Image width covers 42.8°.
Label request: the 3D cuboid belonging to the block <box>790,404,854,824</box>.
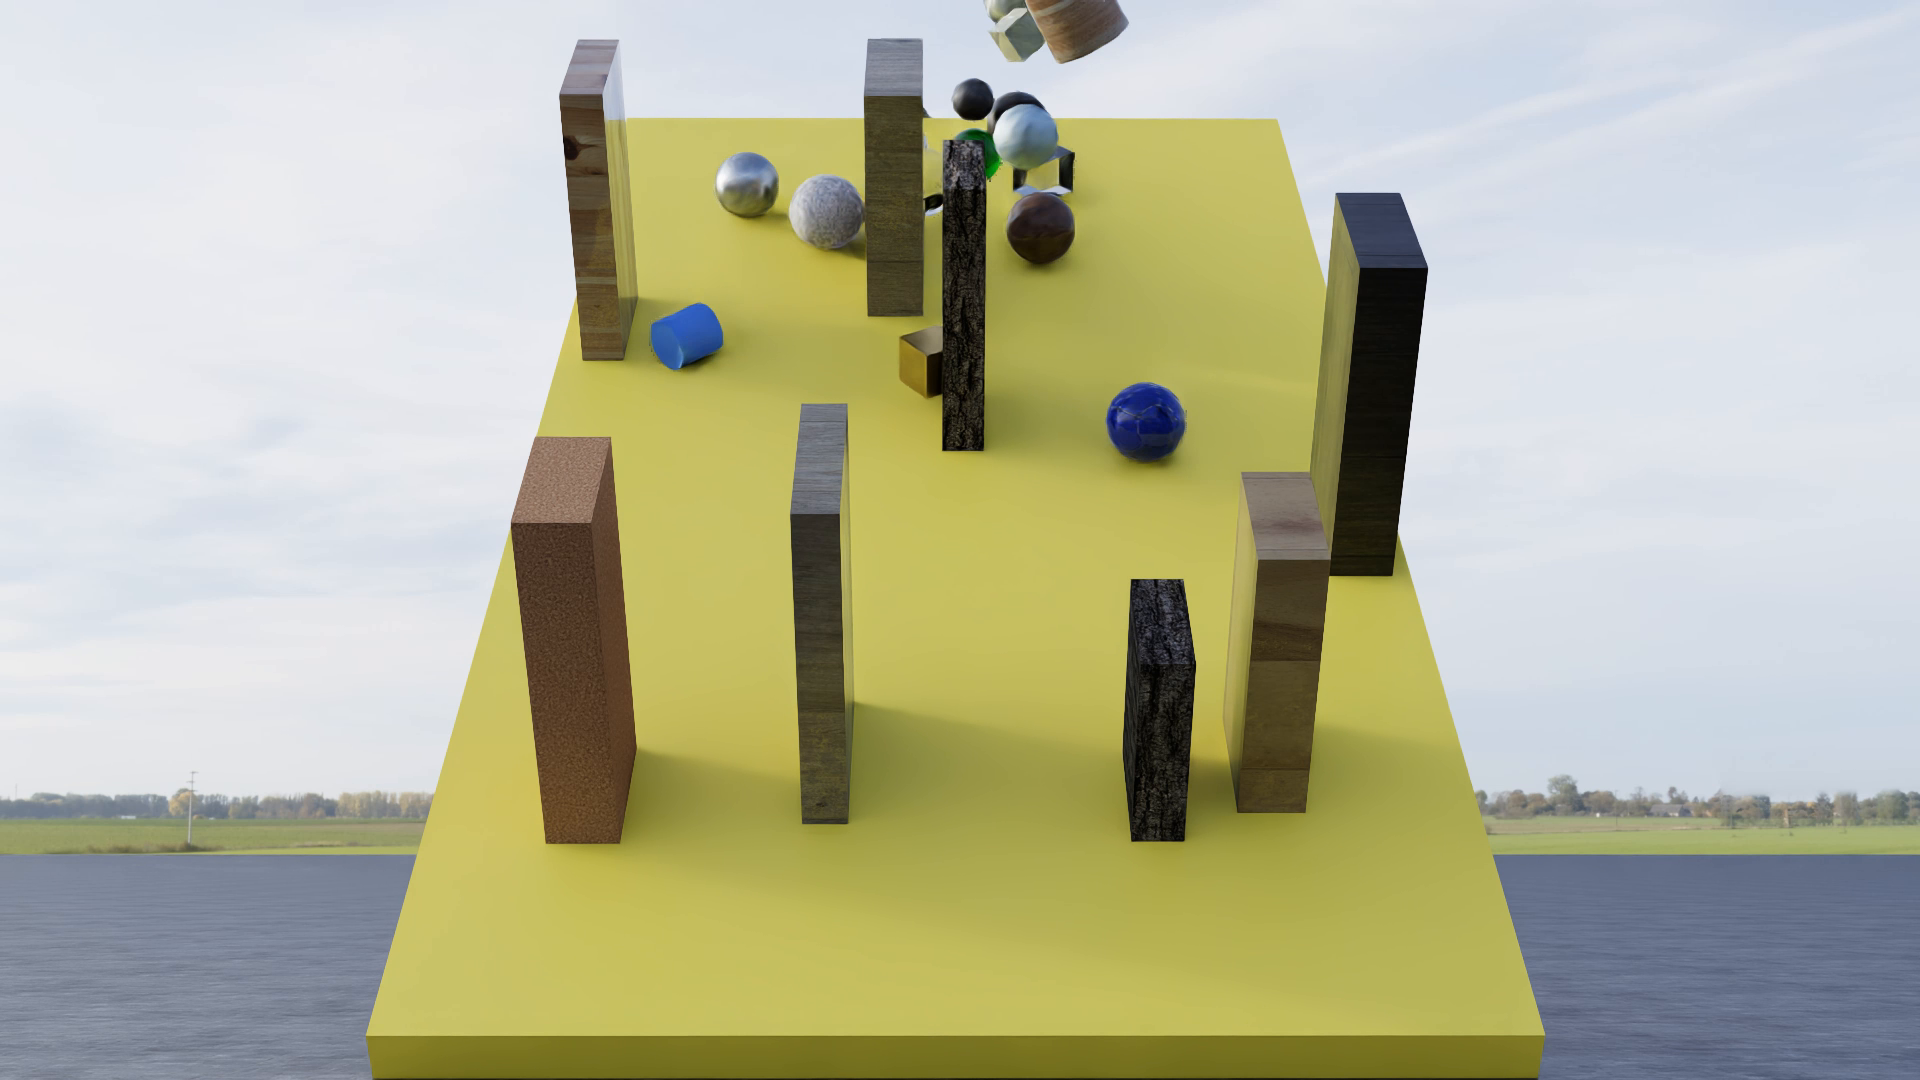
[{"bbox_3d":[-0.255,0.140,4.614,0.087,0.689,0.395,0,32,0],"label":"block"}]

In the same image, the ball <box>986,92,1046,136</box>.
[{"bbox_3d":[0.167,-1.219,7.157,0.181,0.181,0.181,0,-7,0],"label":"ball"}]

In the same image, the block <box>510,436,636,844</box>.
[{"bbox_3d":[-0.704,0.190,4.516,0.138,0.706,0.297,0,32,0],"label":"block"}]

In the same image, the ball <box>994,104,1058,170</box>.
[{"bbox_3d":[0.185,-1.131,6.876,0.182,0.182,0.182,0,-7,0],"label":"ball"}]

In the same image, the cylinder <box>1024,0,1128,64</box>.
[{"bbox_3d":[0.280,-1.316,6.042,0.203,0.203,0.203,-26,21,11],"label":"cylinder"}]

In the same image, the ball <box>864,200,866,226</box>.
[{"bbox_3d":[-0.196,-0.904,6.770,0.151,0.151,0.151,0,-7,0],"label":"ball"}]

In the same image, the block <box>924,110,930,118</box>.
[{"bbox_3d":[-0.163,-1.294,7.677,0.137,0.137,0.137,-39,8,-1],"label":"block"}]

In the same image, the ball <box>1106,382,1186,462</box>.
[{"bbox_3d":[0.436,-0.277,5.749,0.187,0.187,0.187,0,-7,0],"label":"ball"}]

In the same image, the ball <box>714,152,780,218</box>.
[{"bbox_3d":[-0.598,-0.998,6.885,0.184,0.184,0.184,0,-7,0],"label":"ball"}]

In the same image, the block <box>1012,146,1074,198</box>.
[{"bbox_3d":[0.240,-1.060,7.044,0.124,0.124,0.124,-26,41,-35],"label":"block"}]

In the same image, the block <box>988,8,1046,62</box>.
[{"bbox_3d":[0.170,-1.453,7.049,0.107,0.107,0.107,52,-12,-24],"label":"block"}]

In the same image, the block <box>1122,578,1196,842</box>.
[{"bbox_3d":[0.371,0.319,4.600,0.099,0.406,0.278,0,32,0],"label":"block"}]

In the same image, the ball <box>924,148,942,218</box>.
[{"bbox_3d":[-0.108,-1.005,6.890,0.195,0.195,0.195,0,-7,0],"label":"ball"}]

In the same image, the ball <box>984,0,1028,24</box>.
[{"bbox_3d":[0.172,-1.603,7.243,0.206,0.206,0.206,0,-7,0],"label":"ball"}]

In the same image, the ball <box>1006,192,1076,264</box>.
[{"bbox_3d":[0.219,-0.846,6.644,0.191,0.191,0.191,0,-7,0],"label":"ball"}]

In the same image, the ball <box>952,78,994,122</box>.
[{"bbox_3d":[0.037,-1.268,7.059,0.122,0.122,0.122,0,-7,0],"label":"ball"}]

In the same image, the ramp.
[{"bbox_3d":[-0.015,-0.187,5.871,2.000,0.100,4.000,0,32,0],"label":"ramp"}]

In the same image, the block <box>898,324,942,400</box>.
[{"bbox_3d":[-0.068,-0.442,6.068,0.121,0.121,0.121,-21,38,-29],"label":"block"}]

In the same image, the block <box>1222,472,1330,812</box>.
[{"bbox_3d":[0.593,0.196,4.640,0.129,0.574,0.305,0,32,0],"label":"block"}]

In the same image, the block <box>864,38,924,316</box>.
[{"bbox_3d":[-0.169,-0.948,6.407,0.145,0.613,0.392,0,32,0],"label":"block"}]

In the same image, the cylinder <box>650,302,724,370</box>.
[{"bbox_3d":[-0.687,-0.512,6.159,0.130,0.130,0.130,-30,11,-34],"label":"cylinder"}]

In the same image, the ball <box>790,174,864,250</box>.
[{"bbox_3d":[-0.365,-0.899,6.710,0.205,0.205,0.205,0,-7,0],"label":"ball"}]

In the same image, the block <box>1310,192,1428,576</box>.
[{"bbox_3d":[0.878,-0.335,5.320,0.139,0.746,0.369,0,32,0],"label":"block"}]

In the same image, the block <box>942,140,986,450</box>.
[{"bbox_3d":[0.008,-0.571,5.754,0.099,0.674,0.279,0,32,0],"label":"block"}]

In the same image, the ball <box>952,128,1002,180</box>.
[{"bbox_3d":[0.040,-1.112,7.094,0.158,0.158,0.158,0,-7,0],"label":"ball"}]

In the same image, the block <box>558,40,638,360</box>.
[{"bbox_3d":[-0.902,-0.852,6.154,0.103,0.715,0.360,0,32,0],"label":"block"}]

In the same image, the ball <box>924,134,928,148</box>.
[{"bbox_3d":[-0.161,-1.146,7.138,0.137,0.137,0.137,0,-7,0],"label":"ball"}]
